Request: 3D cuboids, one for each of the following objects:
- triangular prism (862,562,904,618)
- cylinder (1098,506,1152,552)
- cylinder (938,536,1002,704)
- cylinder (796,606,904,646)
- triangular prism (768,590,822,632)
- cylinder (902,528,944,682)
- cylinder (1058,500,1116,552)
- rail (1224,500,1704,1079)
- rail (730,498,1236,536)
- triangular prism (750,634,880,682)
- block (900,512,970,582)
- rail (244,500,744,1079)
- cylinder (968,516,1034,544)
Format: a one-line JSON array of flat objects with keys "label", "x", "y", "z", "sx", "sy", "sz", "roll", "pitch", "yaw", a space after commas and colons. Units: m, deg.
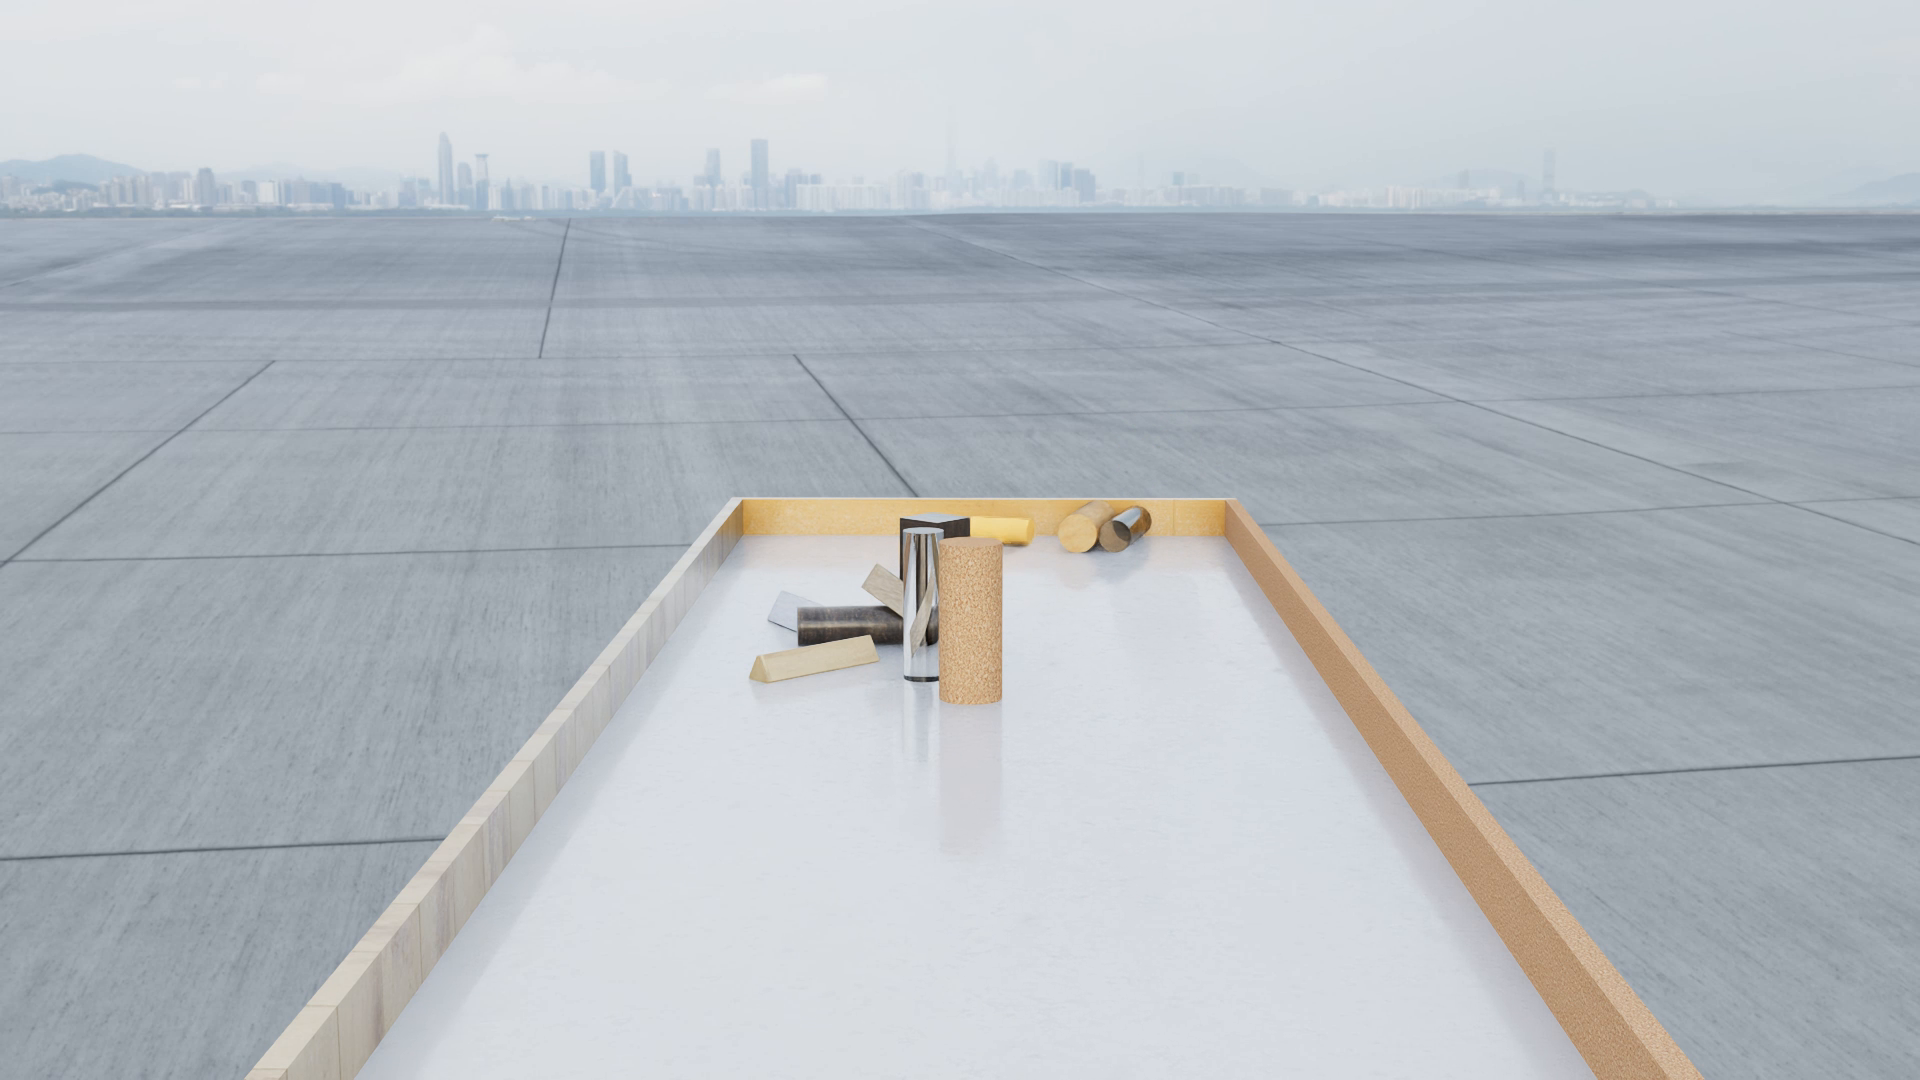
[{"label": "triangular prism", "x": -0.120, "y": 0.211, "z": 6.854, "sx": 0.429, "sy": 0.079, "sz": 0.091, "roll": 35, "pitch": 33, "yaw": 30}, {"label": "cylinder", "x": 0.670, "y": -0.047, "z": 8.887, "sx": 0.130, "sy": 0.130, "sz": 0.431, "roll": 3, "pitch": 9, "yaw": 15}, {"label": "cylinder", "x": 0.030, "y": 0.225, "z": 6.169, "sx": 0.179, "sy": 0.445, "sz": 0.179, "roll": 0, "pitch": 9, "yaw": 0}, {"label": "cylinder", "x": -0.341, "y": 0.268, "z": 6.928, "sx": 0.342, "sy": 0.122, "sz": 0.122, "roll": -1, "pitch": 9, "yaw": -6}, {"label": "triangular prism", "x": -0.516, "y": 0.236, "z": 7.195, "sx": 0.111, "sy": 0.096, "sz": 0.318, "roll": -5, "pitch": 10, "yaw": -29}, {"label": "cylinder", "x": -0.106, "y": 0.189, "z": 6.421, "sx": 0.119, "sy": 0.438, "sz": 0.119, "roll": 0, "pitch": 9, "yaw": 0}, {"label": "cylinder", "x": 0.516, "y": -0.057, "z": 8.873, "sx": 0.155, "sy": 0.155, "sz": 0.414, "roll": 2, "pitch": 9, "yaw": 15}, {"label": "rail", "x": 1.046, "y": 0.843, "z": 3.208, "sx": 0.050, "sy": 0.150, "sz": 12.000, "roll": 0, "pitch": 9, "yaw": 1}, {"label": "rail", "x": 0.099, "y": -0.098, "z": 9.147, "sx": 2.100, "sy": 0.150, "sz": 0.050, "roll": 0, "pitch": 9, "yaw": 1}, {"label": "triangular prism", "x": -0.432, "y": 0.349, "z": 6.553, "sx": 0.434, "sy": 0.075, "sz": 0.087, "roll": -8, "pitch": 12, "yaw": -43}, {"label": "block", "x": -0.080, "y": 0.120, "z": 7.006, "sx": 0.159, "sy": 0.388, "sz": 0.159, "roll": 8, "pitch": 12, "yaw": 40}, {"label": "rail", "x": -1.004, "y": 0.839, "z": 3.234, "sx": 0.050, "sy": 0.150, "sz": 12.000, "roll": 0, "pitch": 9, "yaw": 1}, {"label": "cylinder", "x": 0.138, "y": -0.039, "z": 8.932, "sx": 0.312, "sy": 0.101, "sz": 0.101, "roll": 3, "pitch": 10, "yaw": 20}]
